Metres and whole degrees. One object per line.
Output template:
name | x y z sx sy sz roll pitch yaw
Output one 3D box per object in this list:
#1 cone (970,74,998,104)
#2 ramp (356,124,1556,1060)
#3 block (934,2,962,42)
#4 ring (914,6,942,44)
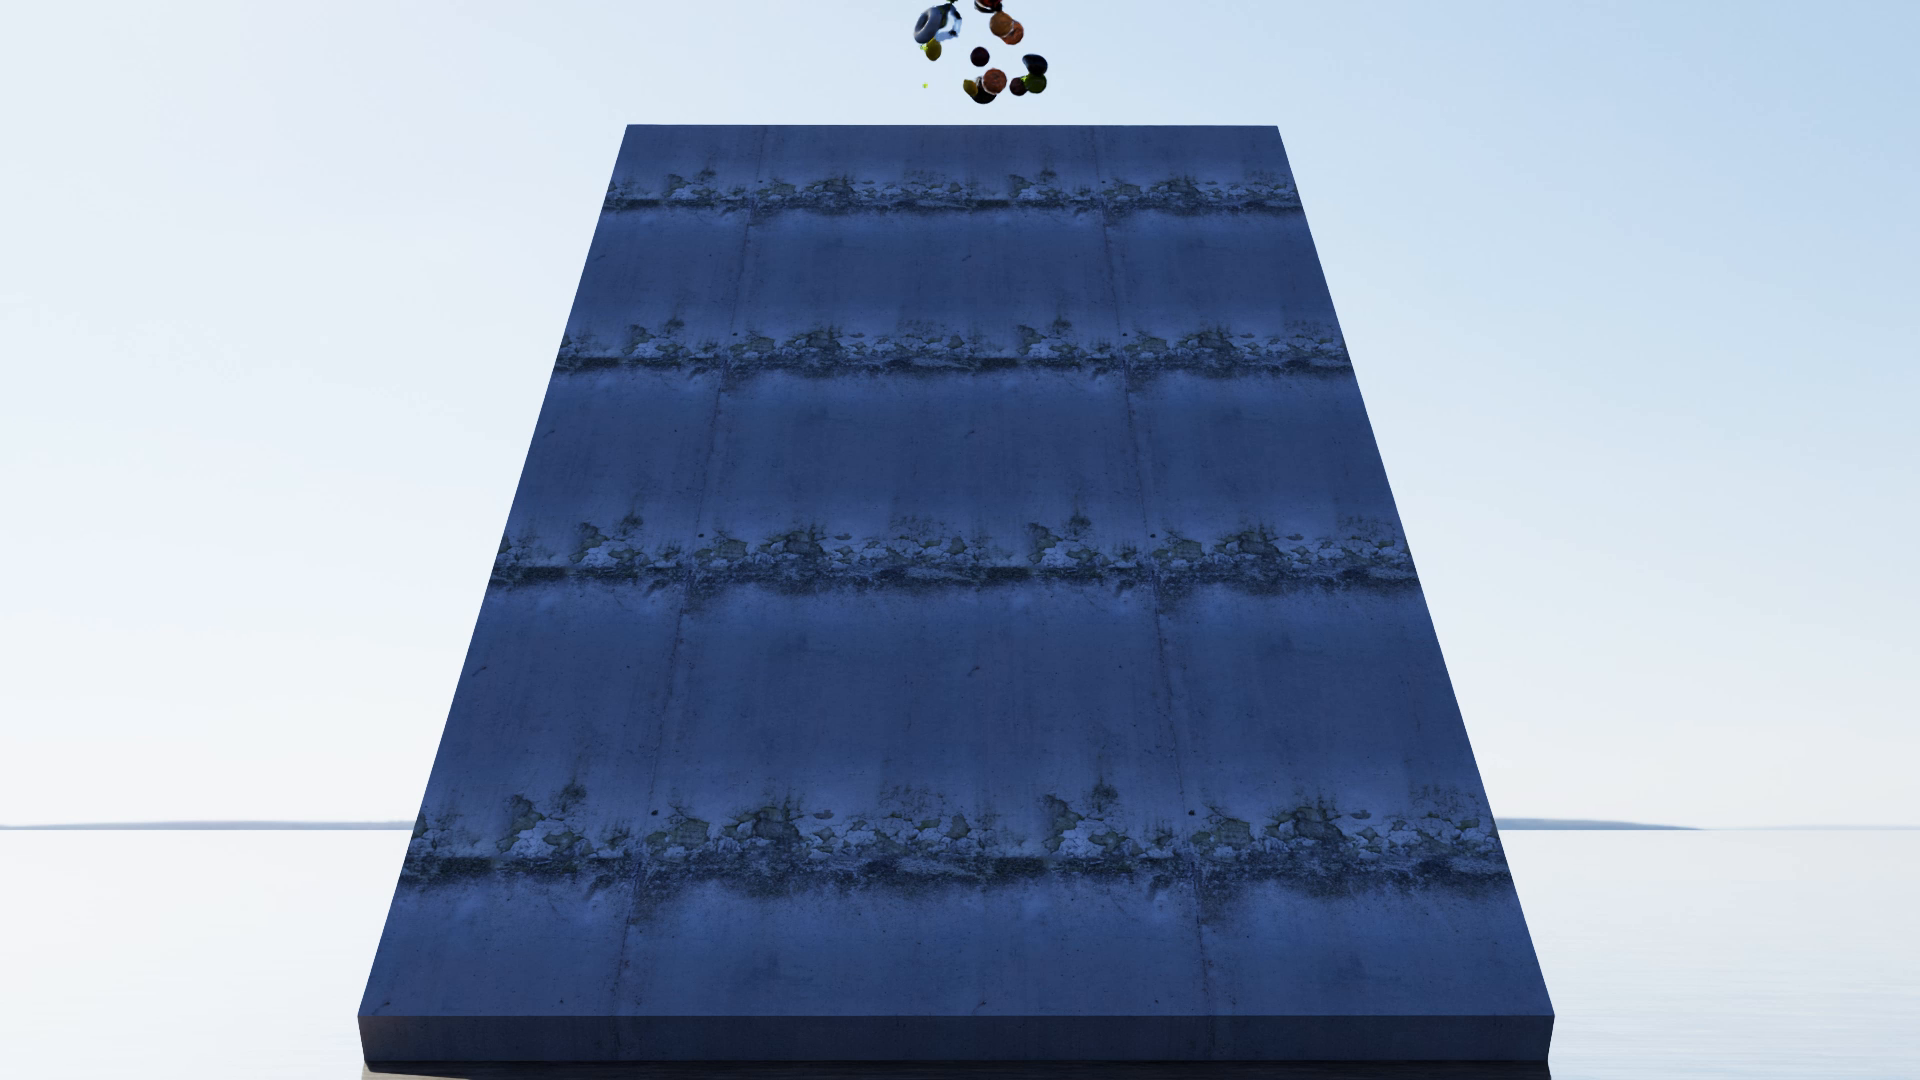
cone | 0.062 -1.374 7.381 0.090 0.090 0.090 -2 2 14
ramp | -0.014 -0.199 5.797 2.000 0.100 4.000 0 31 0
block | -0.045 -1.517 7.129 0.071 0.071 0.071 -7 -35 27
ring | -0.092 -1.461 6.910 0.038 0.115 0.115 25 -18 -27
